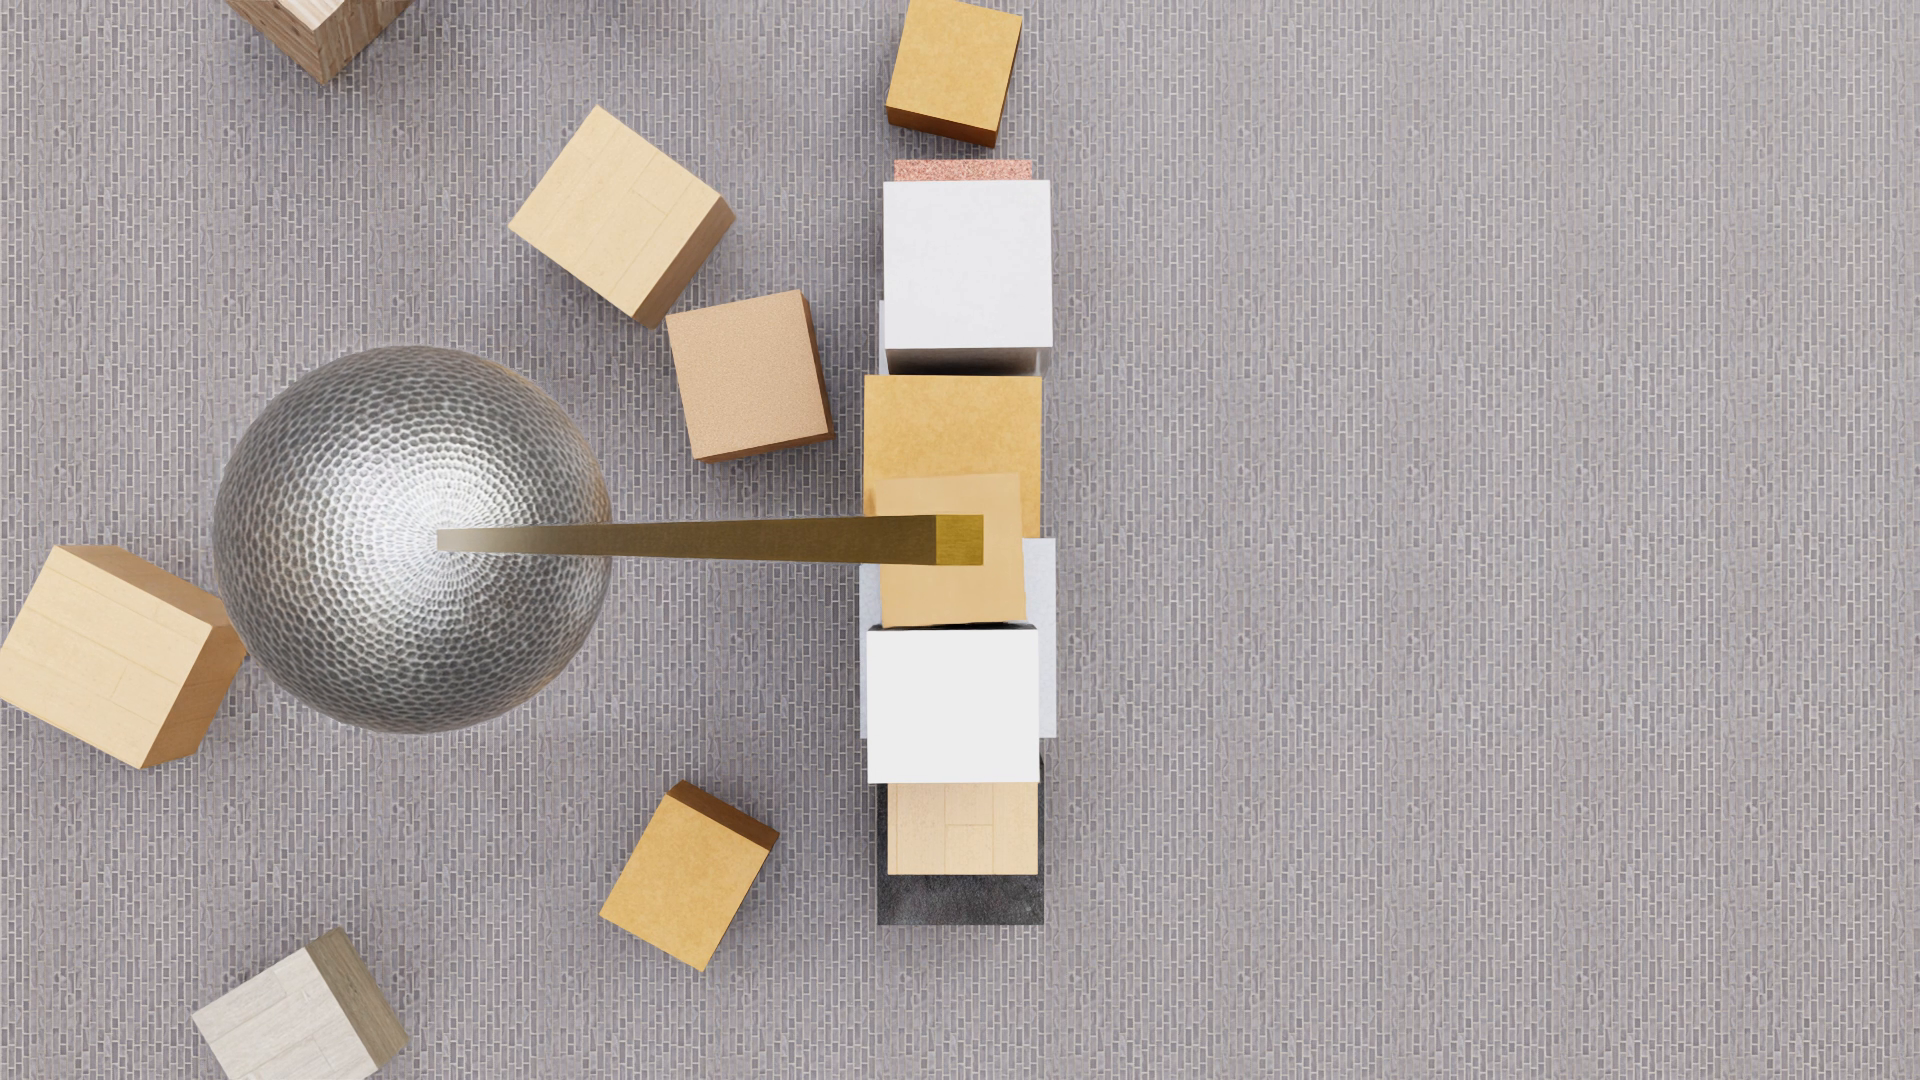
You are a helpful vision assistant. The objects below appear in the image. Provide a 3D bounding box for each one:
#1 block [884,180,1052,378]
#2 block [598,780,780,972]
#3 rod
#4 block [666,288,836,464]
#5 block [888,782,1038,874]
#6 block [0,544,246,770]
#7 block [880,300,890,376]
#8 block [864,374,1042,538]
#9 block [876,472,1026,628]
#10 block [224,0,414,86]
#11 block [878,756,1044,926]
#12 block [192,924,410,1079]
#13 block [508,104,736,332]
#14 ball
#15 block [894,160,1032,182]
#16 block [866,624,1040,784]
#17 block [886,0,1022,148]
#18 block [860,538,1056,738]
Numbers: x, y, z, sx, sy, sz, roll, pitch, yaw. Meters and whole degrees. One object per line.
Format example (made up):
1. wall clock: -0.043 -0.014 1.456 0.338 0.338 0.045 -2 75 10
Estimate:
1. block: 0.039 -1.372 11.754 0.861 0.841 0.880 -1 83 0
2. block: -1.537 1.910 12.622 0.662 0.755 0.770 29 90 0
3. rod: -0.965 0.000 5.864 0.080 5.200 0.080 0 90 -22
4. block: -1.185 -0.922 12.609 0.761 0.782 0.813 -11 90 0
5. block: 0.014 1.375 11.750 0.778 0.635 0.725 0 90 0
6. block: -4.759 0.647 12.562 0.983 0.876 0.887 27 90 0
7. block: -0.001 -0.864 12.586 0.895 0.828 0.919 0 90 0
8. block: -0.039 -0.429 11.717 0.906 0.910 0.825 1 90 0
9. block: -0.046 0.052 10.851 0.688 0.708 0.707 -3 89 -1
10. block: -3.711 -3.278 12.544 0.859 0.714 0.778 40 73 0
11. block: 0.004 1.673 12.534 0.916 0.933 0.882 0 90 0
12. block: -3.770 2.806 12.638 0.738 0.725 0.803 -31 90 0
13. block: -1.911 -1.818 12.570 0.848 0.861 0.837 36 90 0
14. ball: -2.226 0.000 9.021 1.600 1.600 1.600 0 90 0
15. block: 0.018 -1.726 12.613 0.762 0.773 0.777 0 90 0
16. block: -0.033 0.788 10.809 0.811 0.801 0.719 0 90 0
17. block: -0.033 -2.710 12.722 0.641 0.557 0.666 13 90 0
18. block: -0.011 0.502 11.739 0.999 1.060 1.015 0 90 0
